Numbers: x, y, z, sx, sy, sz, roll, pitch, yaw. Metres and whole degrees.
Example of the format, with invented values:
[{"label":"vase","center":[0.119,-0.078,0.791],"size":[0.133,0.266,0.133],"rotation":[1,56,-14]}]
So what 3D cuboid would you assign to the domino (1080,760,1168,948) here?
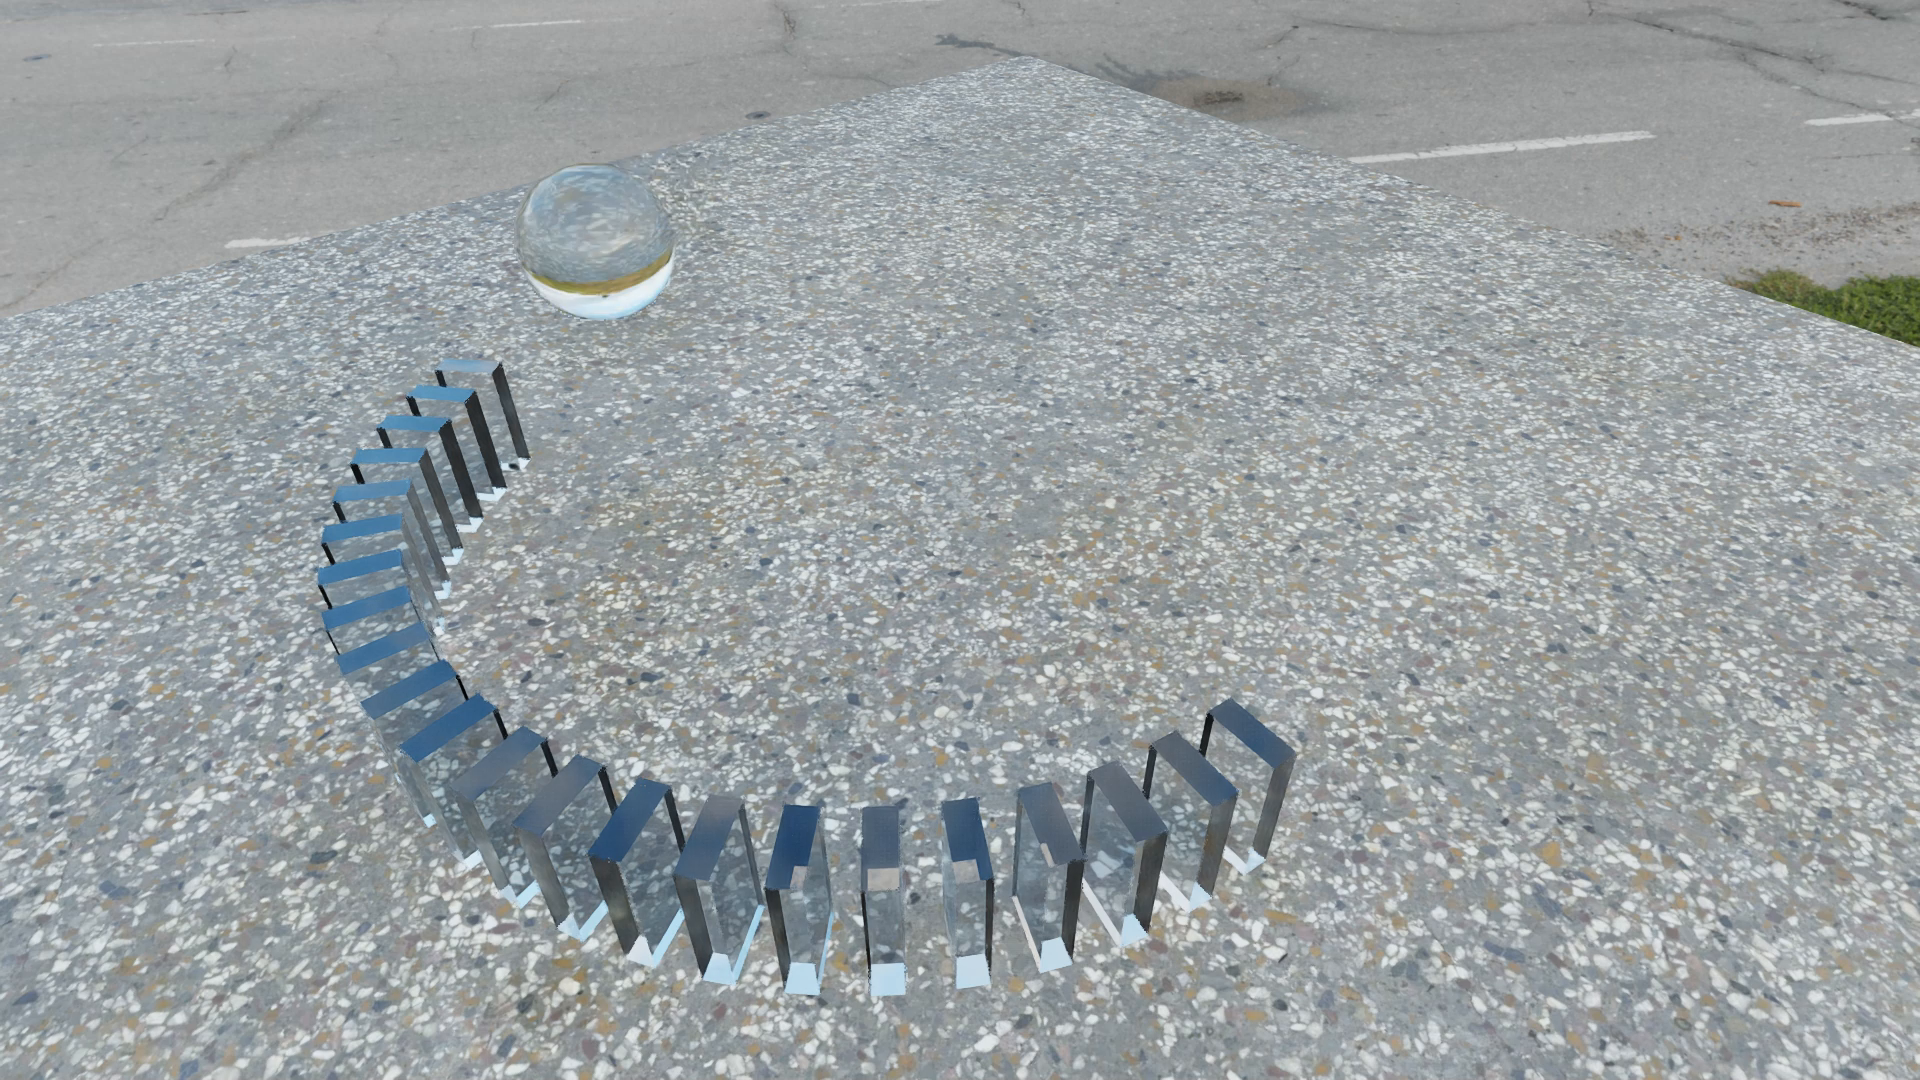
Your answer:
[{"label":"domino","center":[0.044,0.088,0.305],"size":[0.009,0.050,0.025],"rotation":[-16,42,-19]}]

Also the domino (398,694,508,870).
[{"label":"domino","center":[-0.143,0.072,0.324],"size":[0.010,0.050,0.025],"rotation":[26,46,28]}]

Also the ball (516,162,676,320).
[{"label":"ball","center":[-0.191,-0.156,0.578],"size":[0.080,0.080,0.080],"rotation":[0,39,0]}]

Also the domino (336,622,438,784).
[{"label":"domino","center":[-0.174,0.052,0.348],"size":[0.025,0.050,0.009],"rotation":[-26,46,-28]}]

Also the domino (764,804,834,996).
[{"label":"domino","center":[-0.042,0.097,0.294],"size":[0.009,0.050,0.025],"rotation":[3,39,3]}]

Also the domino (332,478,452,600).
[{"label":"domino","center":[-0.211,0.002,0.409],"size":[0.025,0.050,0.009],"rotation":[-7,40,-9]}]

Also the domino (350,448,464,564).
[{"label":"domino","center":[-0.213,-0.012,0.426],"size":[0.025,0.050,0.009],"rotation":[-2,39,-2]}]

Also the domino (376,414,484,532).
[{"label":"domino","center":[-0.213,-0.026,0.443],"size":[0.025,0.050,0.009],"rotation":[4,39,4]}]

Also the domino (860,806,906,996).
[{"label":"domino","center":[-0.020,0.097,0.293],"size":[0.009,0.050,0.025],"rotation":[-2,39,-2]}]

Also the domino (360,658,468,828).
[{"label":"domino","center":[-0.160,0.062,0.335],"size":[0.025,0.050,0.010],"rotation":[-32,49,-33]}]

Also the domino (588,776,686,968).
[{"label":"domino","center":[-0.085,0.091,0.300],"size":[0.009,0.050,0.025],"rotation":[11,41,14]}]

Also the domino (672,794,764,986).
[{"label":"domino","center":[-0.064,0.095,0.296],"size":[0.010,0.050,0.025],"rotation":[7,40,8]}]

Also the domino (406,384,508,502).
[{"label":"domino","center":[-0.210,-0.040,0.460],"size":[0.025,0.050,0.009],"rotation":[6,40,7]}]

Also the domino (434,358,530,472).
[{"label":"domino","center":[-0.206,-0.054,0.477],"size":[0.025,0.050,0.009],"rotation":[4,39,5]}]

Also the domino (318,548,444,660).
[{"label":"domino","center":[-0.197,0.028,0.377],"size":[0.025,0.050,0.009],"rotation":[-16,42,-19]}]

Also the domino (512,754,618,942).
[{"label":"domino","center":[-0.106,0.086,0.306],"size":[0.010,0.050,0.025],"rotation":[16,42,19]}]

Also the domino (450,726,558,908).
[{"label":"domino","center":[-0.125,0.080,0.314],"size":[0.010,0.050,0.025],"rotation":[21,44,24]}]

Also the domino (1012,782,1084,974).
[{"label":"domino","center":[0.023,0.092,0.299],"size":[0.009,0.050,0.025],"rotation":[-10,40,-12]}]

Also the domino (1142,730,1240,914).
[{"label":"domino","center":[0.063,0.081,0.313],"size":[0.009,0.050,0.025],"rotation":[-22,44,-25]}]

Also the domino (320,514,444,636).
[{"label":"domino","center":[-0.205,0.015,0.393],"size":[0.025,0.050,0.009],"rotation":[-11,41,-14]}]

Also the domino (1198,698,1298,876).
[{"label":"domino","center":[0.081,0.073,0.323],"size":[0.009,0.050,0.025],"rotation":[-24,45,-27]}]

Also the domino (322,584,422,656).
[{"label":"domino","center":[-0.187,0.040,0.362],"size":[0.025,0.050,0.009],"rotation":[-21,44,-24]}]

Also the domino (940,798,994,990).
[{"label":"domino","center":[0.002,0.095,0.295],"size":[0.010,0.050,0.025],"rotation":[-6,40,-7]}]
